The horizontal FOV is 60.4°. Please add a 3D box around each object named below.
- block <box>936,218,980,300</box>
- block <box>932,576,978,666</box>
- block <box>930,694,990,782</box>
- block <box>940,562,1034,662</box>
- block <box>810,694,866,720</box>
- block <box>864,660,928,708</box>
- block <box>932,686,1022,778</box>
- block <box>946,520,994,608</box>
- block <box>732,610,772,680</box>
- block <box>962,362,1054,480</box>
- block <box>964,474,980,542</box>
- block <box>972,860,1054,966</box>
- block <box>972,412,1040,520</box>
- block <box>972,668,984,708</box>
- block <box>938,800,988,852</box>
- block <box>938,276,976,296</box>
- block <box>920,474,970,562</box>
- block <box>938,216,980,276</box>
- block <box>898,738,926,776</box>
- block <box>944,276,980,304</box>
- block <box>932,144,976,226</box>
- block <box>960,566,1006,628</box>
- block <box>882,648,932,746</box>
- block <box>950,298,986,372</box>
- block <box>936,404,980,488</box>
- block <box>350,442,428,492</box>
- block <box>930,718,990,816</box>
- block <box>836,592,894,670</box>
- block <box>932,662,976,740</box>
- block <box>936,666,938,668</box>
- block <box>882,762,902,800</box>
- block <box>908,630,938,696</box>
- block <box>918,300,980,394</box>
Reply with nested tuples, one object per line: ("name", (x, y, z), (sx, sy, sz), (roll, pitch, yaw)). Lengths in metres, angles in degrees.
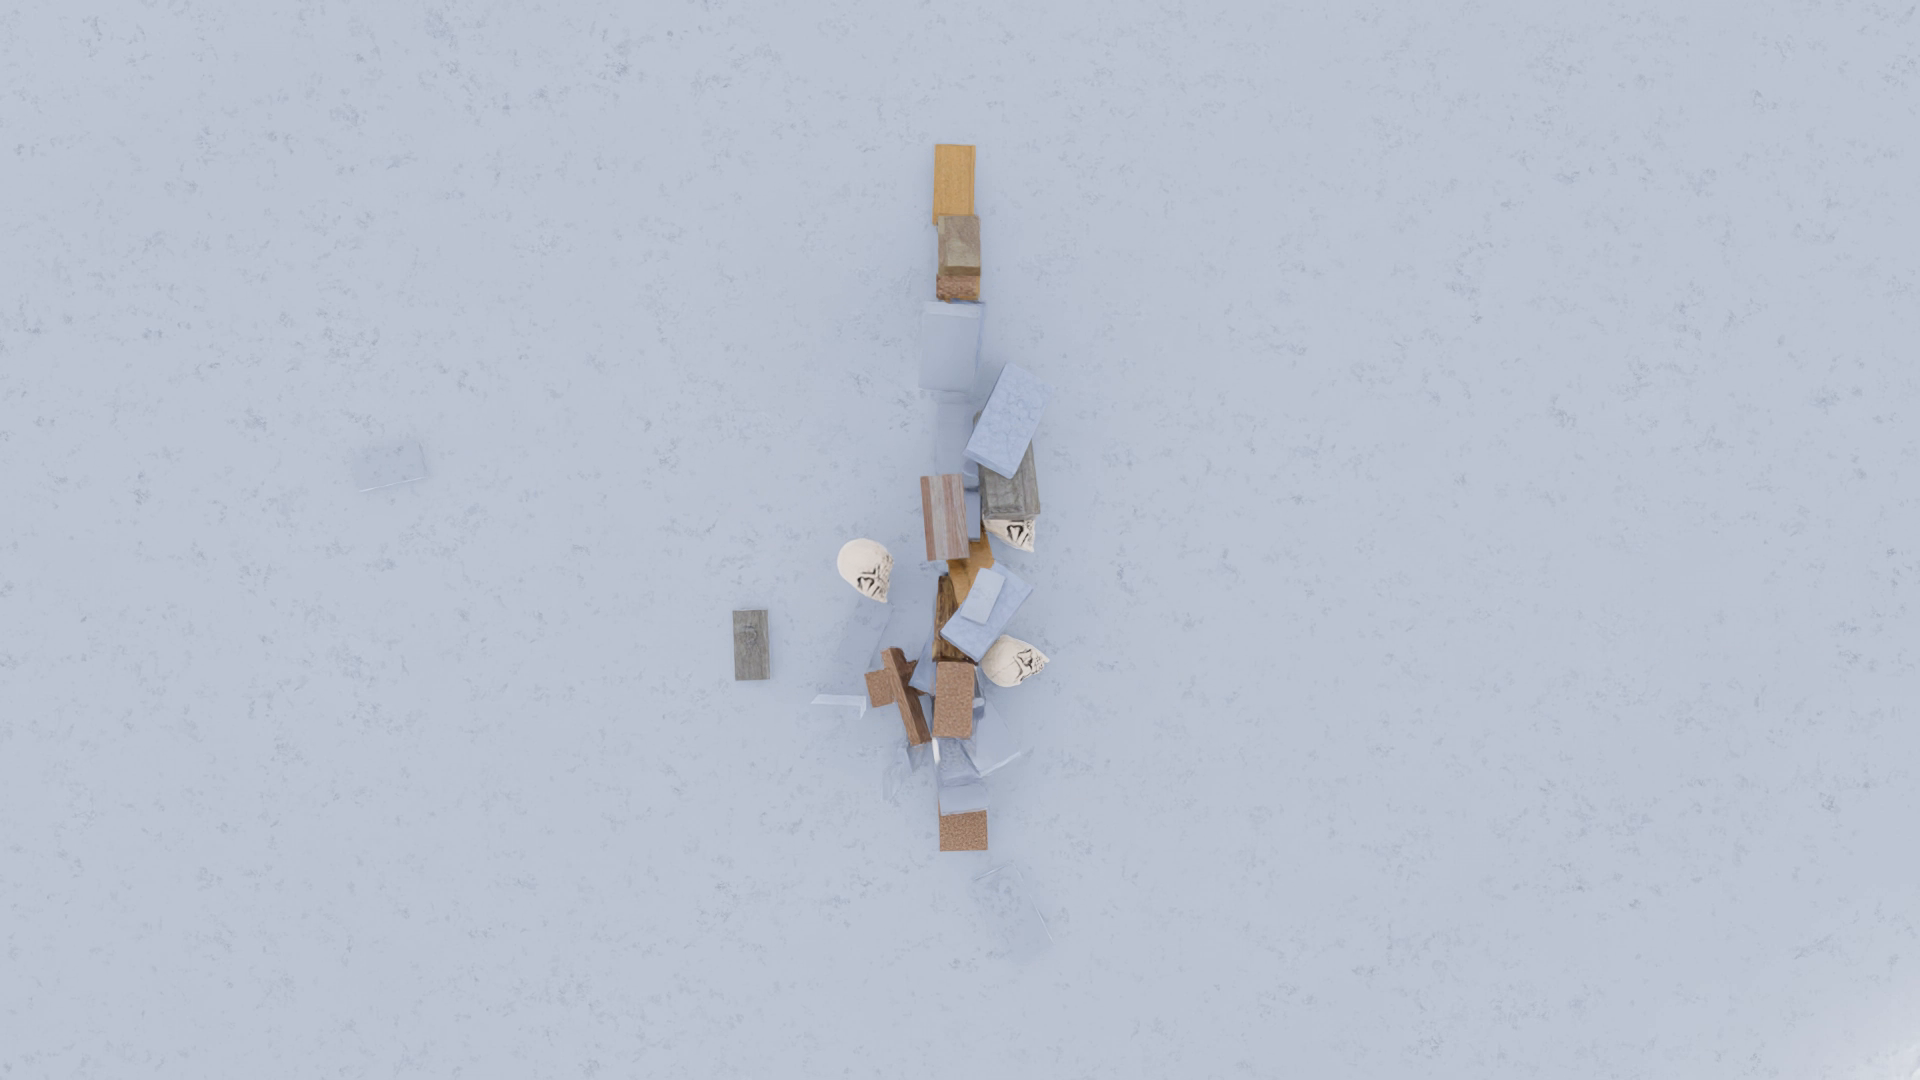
("block", (-0.005, -0.935, 5.481), (0.134, 0.038, 0.268), (3, 90, 0))
("block", (-0.005, 0.262, 5.399), (0.151, 0.043, 0.301), (5, 57, -1))
("block", (-0.001, 0.632, 5.408), (0.154, 0.044, 0.308), (-9, 63, -1))
("block", (0.087, 0.231, 5.321), (0.151, 0.043, 0.302), (35, 72, 12))
("block", (-0.393, 0.540, 5.341), (0.159, 0.318, 0.045), (2, 90, 0))
("block", (-0.190, 0.471, 5.457), (0.233, 0.033, 0.117), (-16, 82, 10))
("block", (0.055, 0.604, 5.369), (0.154, 0.044, 0.308), (-28, 65, -10))
("block", (0.038, 0.092, 5.420), (0.151, 0.043, 0.302), (-12, 70, -6))
("block", (-0.692, 0.349, 5.484), (0.116, 0.033, 0.232), (-2, 90, 0))
("block", (0.160, -0.393, 5.391), (0.179, 0.051, 0.358), (28, 65, -7))
("block", (-0.001, -0.135, 5.438), (0.138, 0.039, 0.276), (1, 73, 0))
("block", (0.175, 1.239, 5.478), (0.154, 0.044, 0.308), (-26, 90, 0))
("block", (0.152, -0.243, 5.392), (0.179, 0.051, 0.358), (0, 71, -19))
("block", (0.001, 0.463, 5.394), (0.117, 0.233, 0.033), (-18, 129, 3))
("block", (0.009, 0.869, 5.477), (0.159, 0.045, 0.318), (-2, 90, 0))
("block", (-0.007, -0.870, 5.297), (0.115, 0.033, 0.230), (2, 46, -1))
("block", (-0.049, -0.073, 5.363), (0.138, 0.039, 0.276), (-5, 86, 0))
("block", (-0.004, -0.951, 5.319), (0.134, 0.038, 0.268), (1, 47, -3))
("block", (-0.156, 0.691, 5.374), (0.025, 0.245, 0.088), (-14, 95, 10))
("block", (0.006, -0.804, 5.419), (0.115, 0.033, 0.230), (1, 126, 0))
("block", (-0.019, -1.173, 5.460), (0.134, 0.038, 0.268), (2, 81, 0))
("block", (0.074, 0.183, 5.303), (0.088, 0.025, 0.176), (22, 70, 7))
("block", (-0.173, 0.510, 5.372), (0.033, 0.117, 0.320), (-21, 81, 16))
("block", (0.016, -0.676, 5.438), (0.115, 0.033, 0.230), (6, 112, -3))
("block", (-0.006, -0.309, 5.446), (0.138, 0.039, 0.276), (1, 75, 0))
("block", (-1.898, -0.243, 5.484), (0.232, 0.033, 0.116), (-12, 90, 0))
("block", (-0.002, 0.736, 5.416), (0.159, 0.045, 0.318), (-7, 67, 0))
("block", (-0.316, 0.301, 5.484), (0.116, 0.033, 0.232), (23, 90, 0))
("block", (-0.018, 0.511, 5.260), (0.121, 0.034, 0.241), (3, 70, 1))
("block", (-0.005, 0.316, 5.416), (0.121, 0.034, 0.241), (7, 57, -4))
("block", (-0.222, 0.789, 5.406), (0.025, 0.176, 0.088), (7, 96, 8))
("block", (-0.069, 0.399, 5.401), (0.121, 0.034, 0.241), (22, 49, 3))
("block", (-0.037, -0.621, 5.341), (0.179, 0.358, 0.051), (6, 53, 0))
